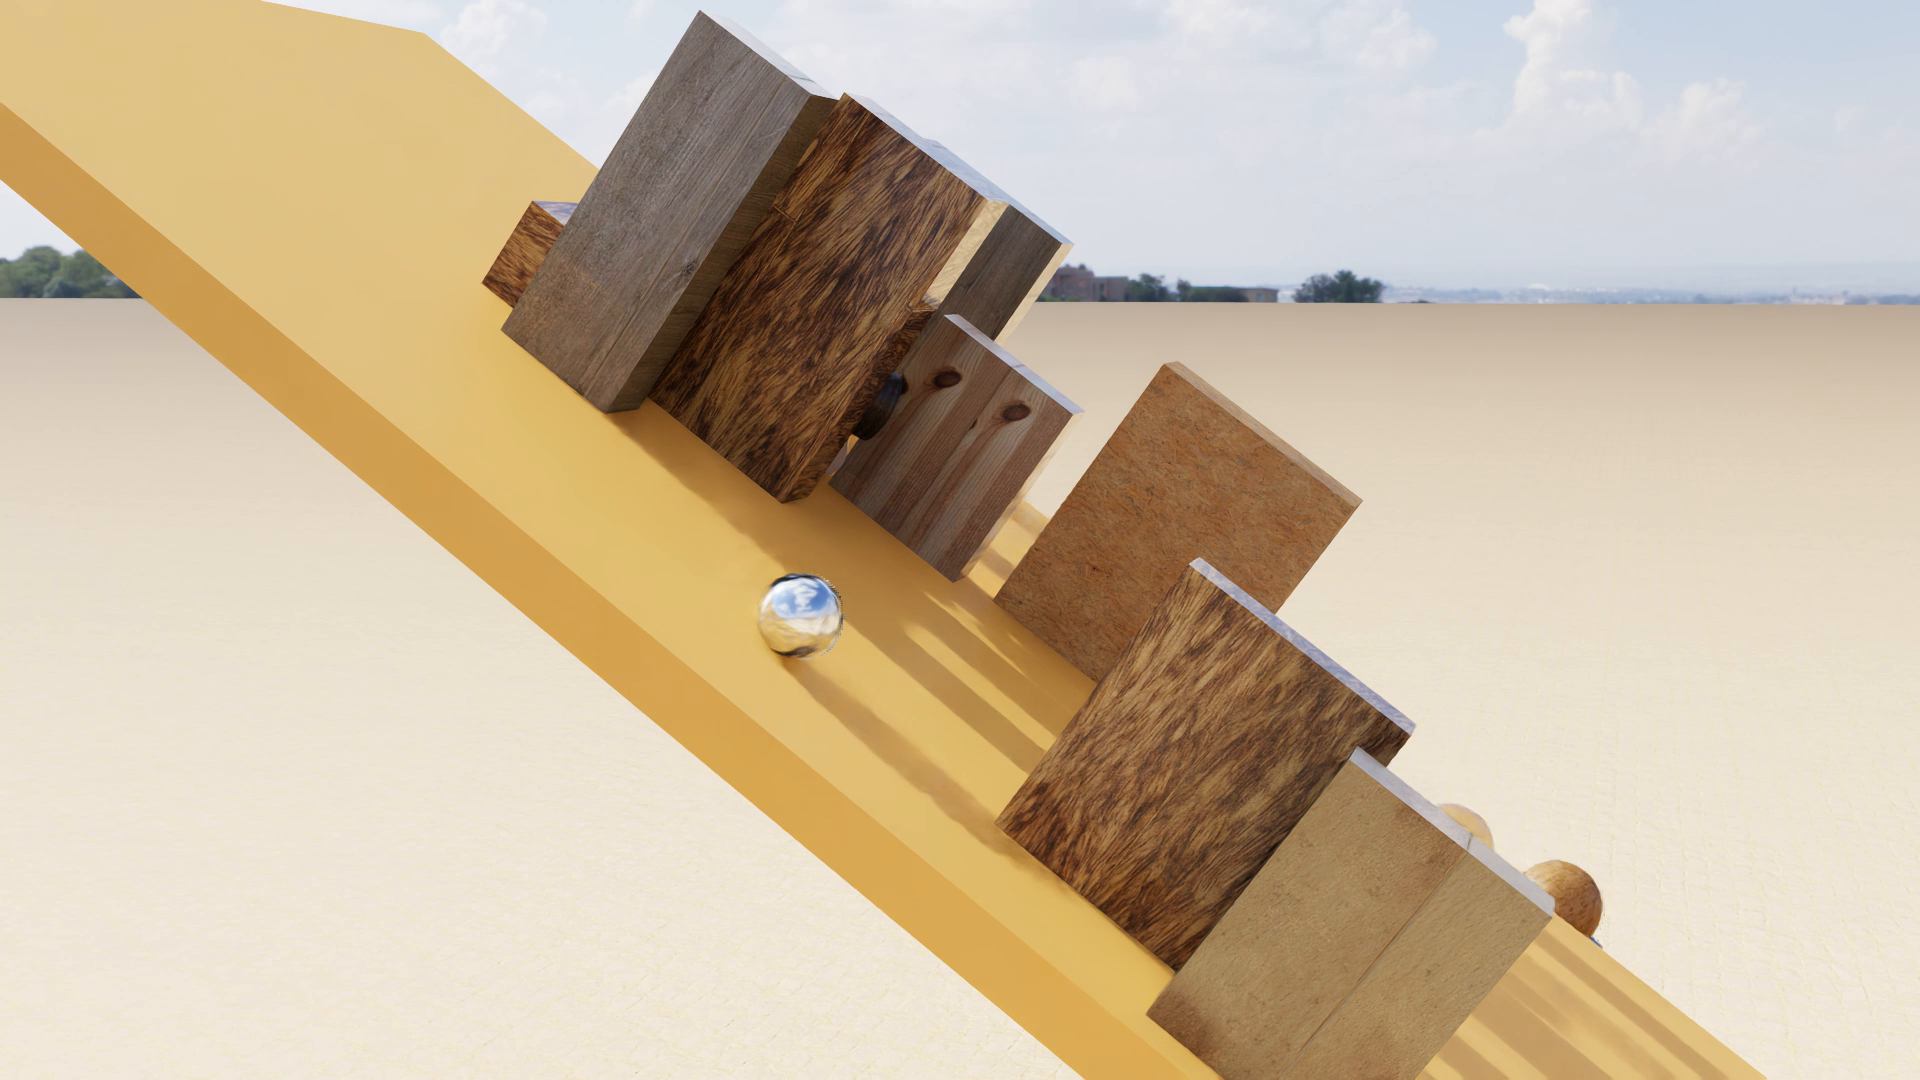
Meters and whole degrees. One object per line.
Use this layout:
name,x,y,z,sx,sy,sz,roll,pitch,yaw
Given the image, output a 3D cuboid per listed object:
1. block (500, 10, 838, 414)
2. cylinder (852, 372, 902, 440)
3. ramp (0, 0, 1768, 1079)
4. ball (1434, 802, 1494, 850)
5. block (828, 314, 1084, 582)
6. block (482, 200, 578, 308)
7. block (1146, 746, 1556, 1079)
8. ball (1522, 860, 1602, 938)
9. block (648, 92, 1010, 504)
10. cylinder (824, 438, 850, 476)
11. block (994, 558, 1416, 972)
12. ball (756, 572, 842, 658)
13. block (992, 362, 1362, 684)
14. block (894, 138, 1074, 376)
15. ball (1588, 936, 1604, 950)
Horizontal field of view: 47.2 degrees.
block,-0.506,-0.560,3.803,0.245,0.661,0.133,38,16,10
cylinder,-0.209,-0.284,4.158,0.144,0.144,0.144,29,-5,-24
ramp,-0.074,0.140,4.074,4.000,0.100,2.000,38,16,10
ball,0.969,0.610,4.359,0.178,0.178,0.178,0,7,0
block,-0.009,-0.176,4.204,0.312,0.401,0.095,38,16,10
block,-0.723,-0.495,4.050,0.182,0.182,0.182,38,16,9
block,0.530,0.572,3.012,0.331,0.468,0.091,38,16,10
ball,1.343,0.822,4.953,0.200,0.200,0.200,0,7,0
block,-0.243,-0.433,3.975,0.326,0.664,0.134,38,16,10
cylinder,-0.270,-0.192,4.241,0.114,0.114,0.114,0,18,1
block,0.356,0.347,3.248,0.398,0.500,0.083,38,16,10
ball,-0.246,0.115,3.357,0.131,0.131,0.131,0,7,0
block,0.411,0.021,4.192,0.441,0.567,0.136,38,16,10
block,-0.068,-0.557,4.928,0.396,0.545,0.112,38,16,10
ball,1.645,1.096,5.813,0.112,0.112,0.112,0,7,0
